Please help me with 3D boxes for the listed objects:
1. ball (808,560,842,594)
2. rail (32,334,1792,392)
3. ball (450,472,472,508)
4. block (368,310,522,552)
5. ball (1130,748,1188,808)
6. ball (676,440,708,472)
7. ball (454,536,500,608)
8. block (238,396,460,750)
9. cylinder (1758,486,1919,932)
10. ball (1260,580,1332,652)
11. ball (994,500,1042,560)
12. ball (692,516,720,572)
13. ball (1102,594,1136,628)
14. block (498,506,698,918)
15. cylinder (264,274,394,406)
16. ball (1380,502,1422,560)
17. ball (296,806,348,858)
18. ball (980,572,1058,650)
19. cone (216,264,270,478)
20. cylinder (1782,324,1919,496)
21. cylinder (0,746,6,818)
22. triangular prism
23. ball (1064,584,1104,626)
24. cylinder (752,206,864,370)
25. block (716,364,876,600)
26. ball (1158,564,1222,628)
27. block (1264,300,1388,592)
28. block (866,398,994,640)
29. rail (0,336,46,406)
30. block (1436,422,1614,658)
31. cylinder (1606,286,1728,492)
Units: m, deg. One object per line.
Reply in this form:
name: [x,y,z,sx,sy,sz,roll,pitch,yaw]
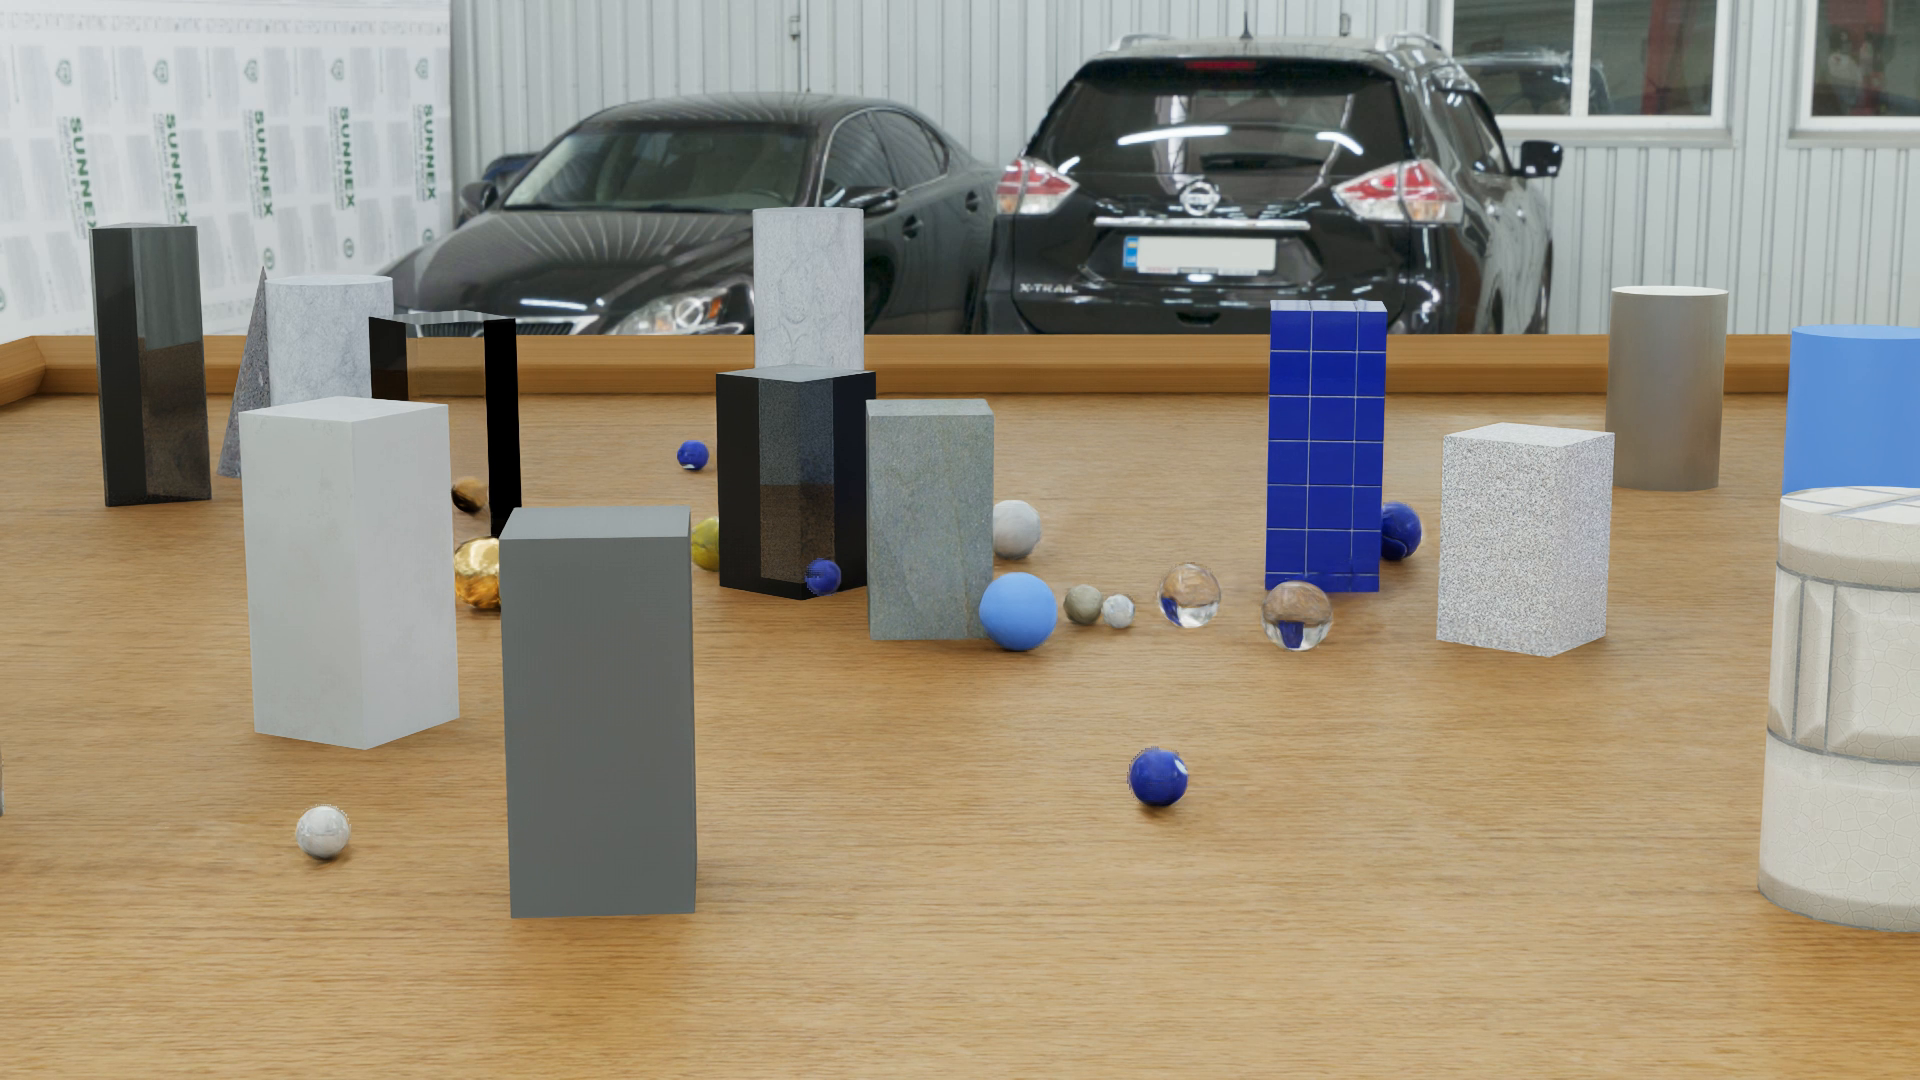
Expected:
ball: [-0.182,0.050,3.456,0.046,0.046,0.046,0,10,0]
rail: [-0.013,-0.393,5.748,4.134,0.128,0.045,0,10,0]
ball: [-0.844,-0.083,4.272,0.060,0.060,0.060,0,10,0]
block: [-0.762,-0.150,3.807,0.158,0.361,0.158,-8,13,-38]
ball: [0.198,0.236,2.550,0.058,0.058,0.058,0,10,0]
ball: [-0.485,-0.154,4.657,0.058,0.058,0.058,0,10,0]
ball: [-0.643,0.044,3.478,0.099,0.099,0.099,0,10,0]
block: [-0.673,0.031,2.837,0.158,0.357,0.158,6,12,28]
cylinder: [0.812,0.143,2.247,0.198,0.352,0.198,0,10,0]
ball: [0.423,0.095,3.224,0.090,0.090,0.090,0,10,0]
ball: [0.078,-0.016,3.825,0.089,0.089,0.089,0,10,0]
ball: [-0.357,0.007,3.728,0.081,0.081,0.081,0,10,0]
ball: [0.208,0.094,3.358,0.044,0.044,0.044,0,10,0]
block: [-0.316,0.148,2.272,0.158,0.333,0.158,-1,11,-5]
cylinder: [-1.000,-0.220,4.101,0.198,0.391,0.198,0,10,0]
ball: [0.645,-0.012,3.818,0.086,0.086,0.086,0,10,0]
ball: [-0.593,0.272,2.385,0.048,0.048,0.048,0,10,0]
ball: [0.074,0.090,3.230,0.099,0.099,0.099,0,10,0]
cone: [-1.250,-0.311,4.634,0.198,0.375,0.198,0,10,0]
cylinder: [1.237,-0.103,3.531,0.198,0.368,0.198,0,10,0]
cylinder: [-1.039,0.061,2.471,0.198,0.431,0.198,0,10,0]
triangular prism: [-1.381,-0.302,4.345,0.171,0.462,0.148,-5,12,-25]
ball: [0.163,0.086,3.377,0.053,0.053,0.053,0,10,0]
cylinder: [-0.271,-0.357,4.617,0.198,0.471,0.198,0,10,0]
block: [-0.229,-0.086,3.616,0.158,0.303,0.158,8,13,38]
ball: [0.300,0.074,3.358,0.083,0.083,0.083,0,10,0]
block: [0.516,-0.136,3.639,0.158,0.393,0.158,1,11,6]
block: [-0.041,-0.029,3.346,0.158,0.290,0.158,-1,11,-3]
rail: [-2.043,0.035,3.437,0.045,0.128,4.724,0,10,0]
block: [0.723,-0.004,3.281,0.158,0.265,0.158,8,13,38]
cylinder: [1.238,-0.268,4.504,0.198,0.339,0.198,0,10,0]
